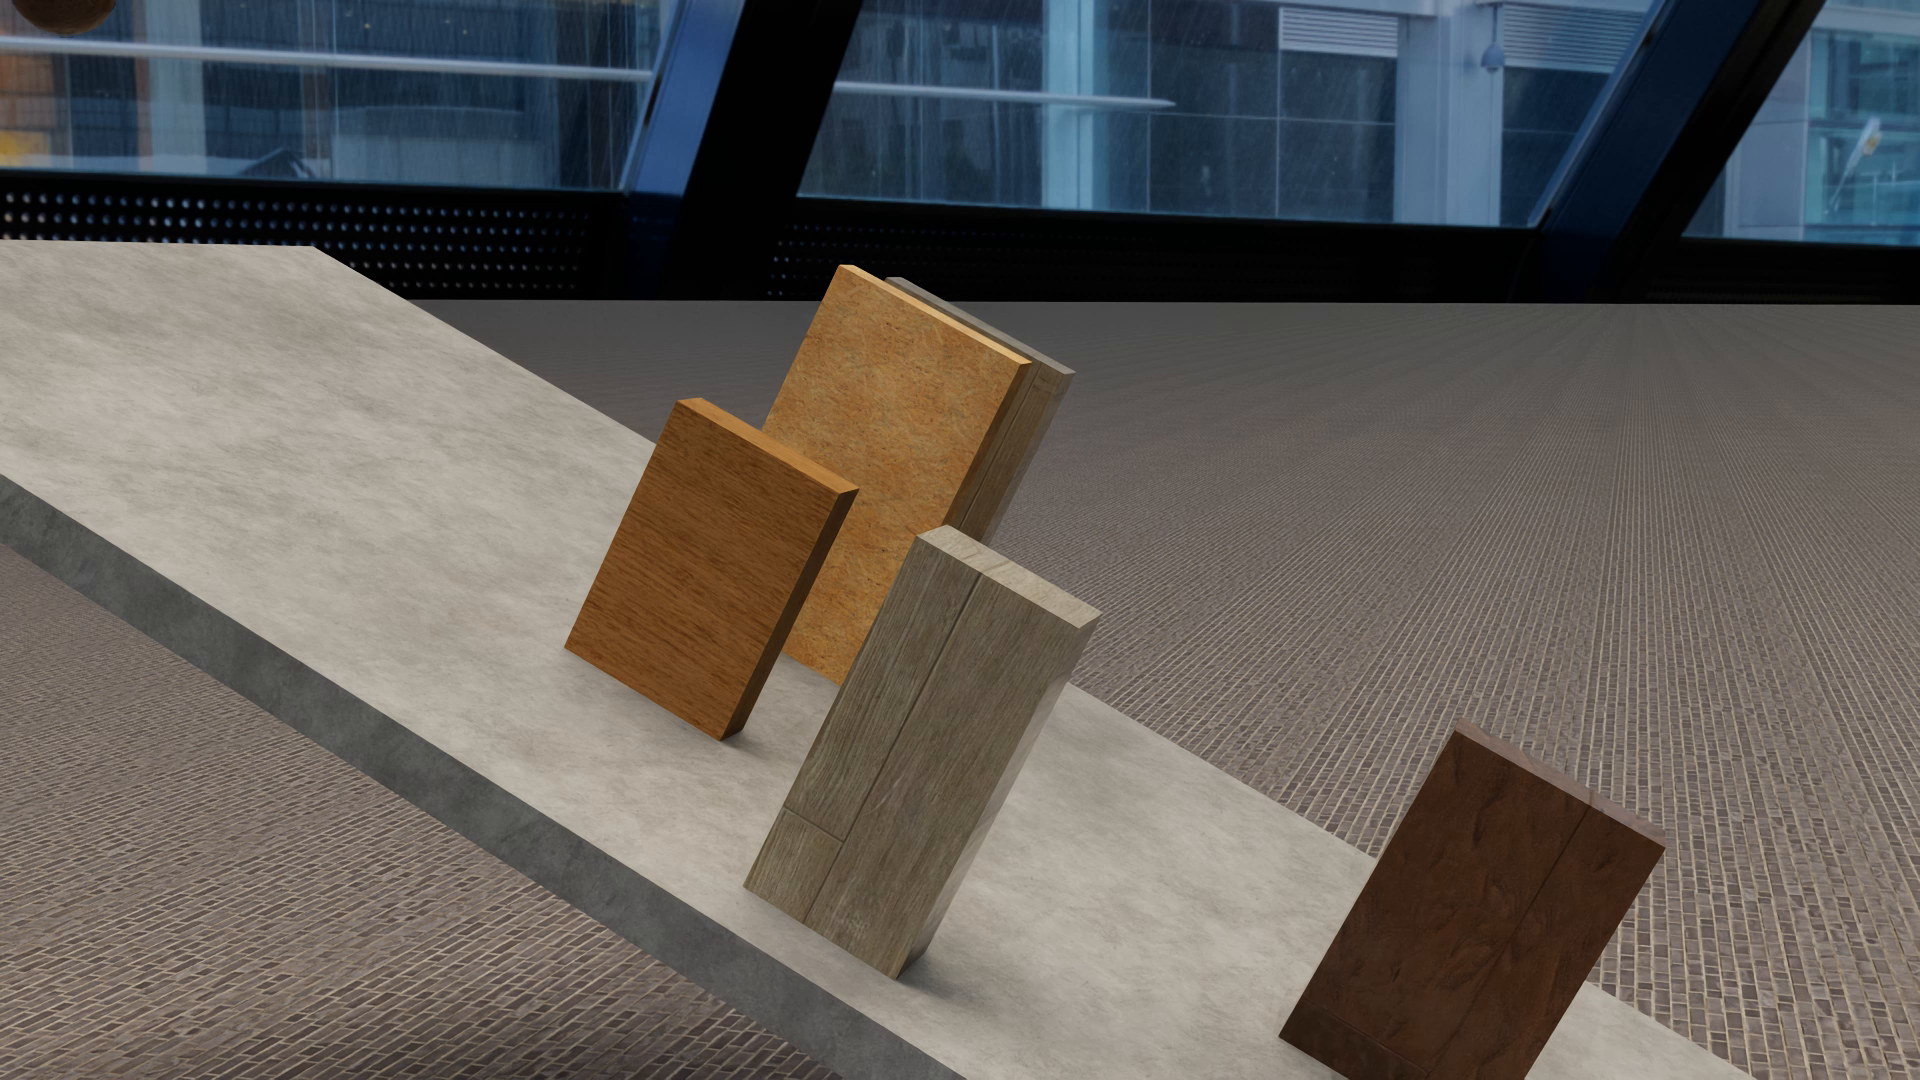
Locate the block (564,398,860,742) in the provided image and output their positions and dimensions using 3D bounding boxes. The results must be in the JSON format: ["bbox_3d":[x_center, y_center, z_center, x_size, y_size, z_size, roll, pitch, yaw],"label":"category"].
[{"bbox_3d":[-0.431,0.049,3.796,0.329,0.488,0.101,30,14,12],"label":"block"}]

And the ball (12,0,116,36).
[{"bbox_3d":[-1.698,-1.057,4.160,0.200,0.200,0.200,0,7,0],"label":"ball"}]

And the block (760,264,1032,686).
[{"bbox_3d":[-0.206,-0.116,4.299,0.407,0.731,0.083,30,14,12],"label":"block"}]

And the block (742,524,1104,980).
[{"bbox_3d":[-0.058,0.314,3.269,0.270,0.606,0.149,30,14,12],"label":"block"}]

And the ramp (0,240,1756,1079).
[{"bbox_3d":[-0.233,0.389,4.153,4.000,0.100,2.000,30,14,12],"label":"ramp"}]

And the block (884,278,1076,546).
[{"bbox_3d":[-0.108,-0.144,4.649,0.431,0.698,0.098,30,14,12],"label":"block"}]

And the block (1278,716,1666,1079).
[{"bbox_3d":[0.846,0.657,3.658,0.374,0.611,0.117,30,14,12],"label":"block"}]
